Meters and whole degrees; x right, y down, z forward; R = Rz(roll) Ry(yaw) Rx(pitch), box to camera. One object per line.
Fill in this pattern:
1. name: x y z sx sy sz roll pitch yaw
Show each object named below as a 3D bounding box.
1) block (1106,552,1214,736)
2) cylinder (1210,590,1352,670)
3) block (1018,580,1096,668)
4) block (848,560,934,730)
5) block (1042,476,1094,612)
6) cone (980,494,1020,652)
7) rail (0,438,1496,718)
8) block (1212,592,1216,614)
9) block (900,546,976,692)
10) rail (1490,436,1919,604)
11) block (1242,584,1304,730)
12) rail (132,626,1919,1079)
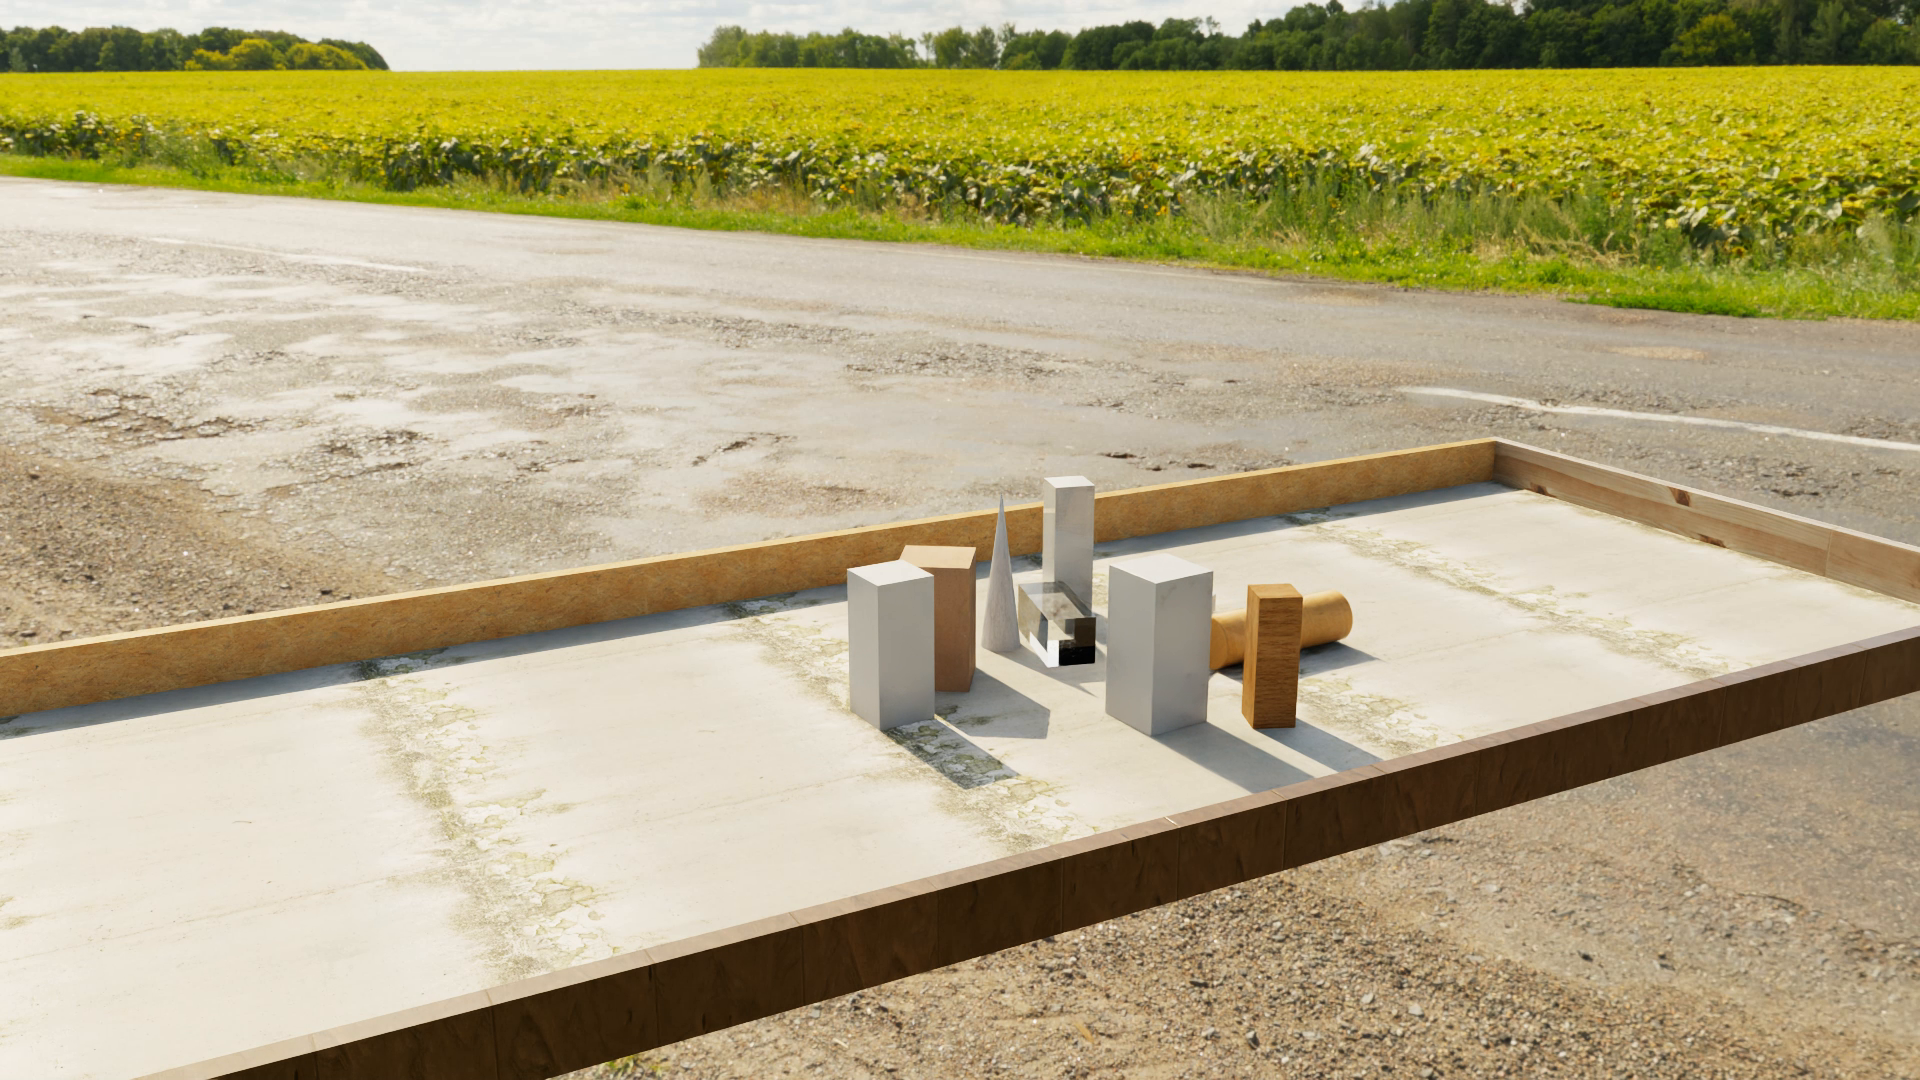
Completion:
1. block: 0.465 0.242 3.870 0.171 0.372 0.171 -10 19 -32
2. cylinder: 0.821 0.232 4.320 0.426 0.139 0.139 -10 19 -29
3. block: 0.254 0.219 4.382 0.127 0.127 0.309 -4 17 -12
4. block: -0.162 0.246 3.890 0.149 0.355 0.149 -10 19 -30
5. block: 0.301 0.022 4.605 0.112 0.381 0.112 -4 17 -13
6. cone: 0.108 0.074 4.342 0.107 0.428 0.107 0 16 0
7. rail: -3.305 0.497 3.399 12.000 0.150 0.050 -9 18 -27
8. block: 0.550 0.242 4.329 0.114 0.114 0.405 8 18 26
9. block: -0.057 0.195 4.123 0.179 0.321 0.179 2 16 6
10. rail: 2.466 -0.048 5.253 0.050 0.150 2.100 -9 18 -27
11. block: 0.729 0.272 3.860 0.102 0.322 0.102 -2 16 -6
12. rail: -2.336 1.006 1.665 12.000 0.150 0.050 -9 18 -27
